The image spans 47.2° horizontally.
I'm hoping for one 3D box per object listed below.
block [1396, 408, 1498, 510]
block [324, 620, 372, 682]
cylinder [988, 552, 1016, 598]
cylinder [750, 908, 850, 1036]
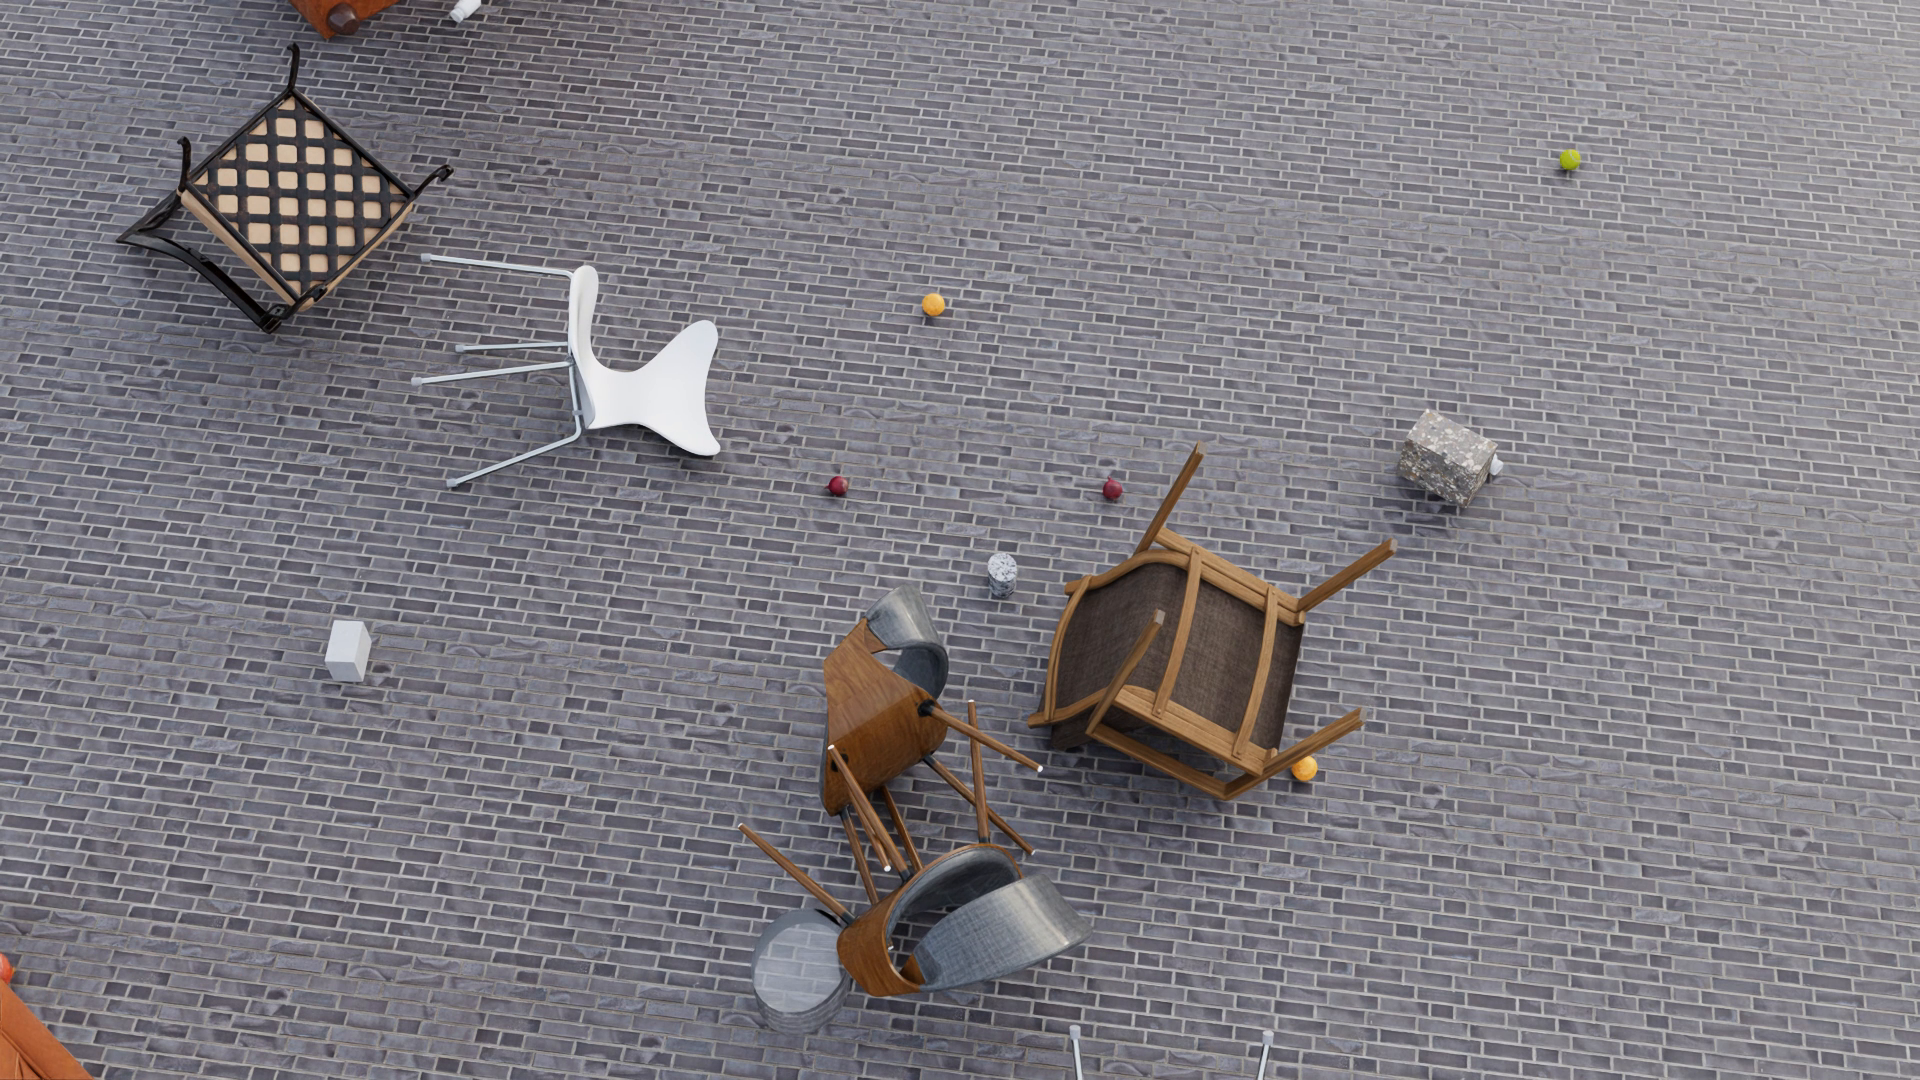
[{"bbox_3d":[1.466,-0.245,6.628,0.238,0.183,0.133,30,61,19],"label":"block"},{"bbox_3d":[-1.750,0.318,6.293,0.084,0.111,0.135,2,56,1],"label":"block"},{"bbox_3d":[0.124,0.103,6.453,0.083,0.087,0.101,-13,57,-8],"label":"cylinder"},{"bbox_3d":[-0.412,1.124,5.724,0.244,0.159,0.294,16,58,11],"label":"cylinder"}]
